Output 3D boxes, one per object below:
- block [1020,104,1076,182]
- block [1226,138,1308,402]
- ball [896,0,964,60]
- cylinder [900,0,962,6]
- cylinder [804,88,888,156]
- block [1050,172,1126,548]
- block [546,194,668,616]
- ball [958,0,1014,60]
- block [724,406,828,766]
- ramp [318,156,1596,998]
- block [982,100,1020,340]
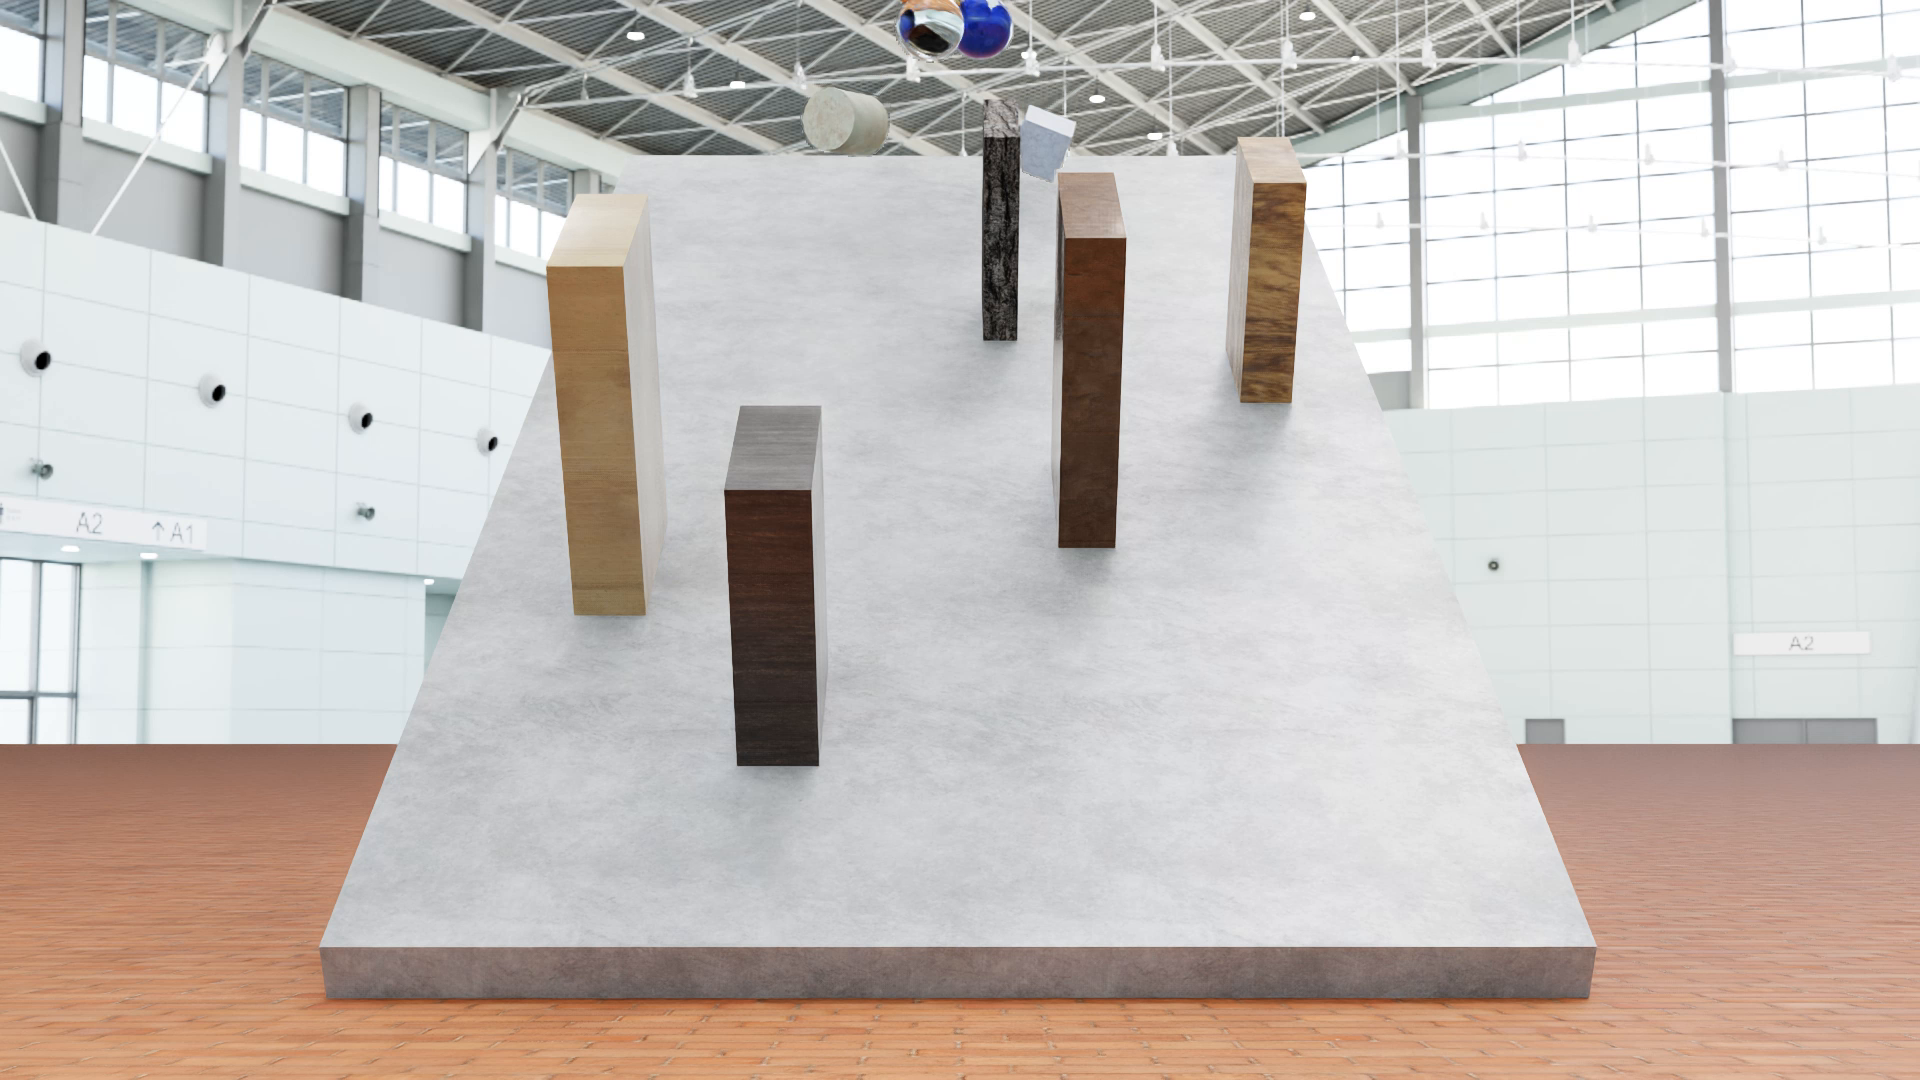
[{"bbox_3d":[0.241,-1.167,6.974,0.147,0.147,0.147,21,28,-3],"label":"block"},{"bbox_3d":[0.723,-0.643,5.630,0.122,0.542,0.342,0,27,0],"label":"block"},{"bbox_3d":[-0.085,-1.479,6.822,0.195,0.195,0.195,0,-5,0],"label":"ball"},{"bbox_3d":[-0.083,-1.640,7.114,0.150,0.150,0.150,32,-15,-17],"label":"cylinder"},{"bbox_3d":[-0.326,-1.191,6.762,0.175,0.175,0.175,-3,1,31],"label":"cylinder"},{"bbox_3d":[0.264,-0.378,4.956,0.119,0.679,0.406,0,27,0],"label":"block"},{"bbox_3d":[-0.689,-0.269,4.682,0.141,0.728,0.409,0,27,0],"label":"block"},{"bbox_3d":[0.062,-1.546,7.135,0.195,0.195,0.195,0,-5,0],"label":"ball"},{"bbox_3d":[-0.320,0.079,4.208,0.145,0.540,0.347,0,27,0],"label":"block"},{"bbox_3d":[-0.011,-0.226,5.515,2.000,0.100,4.000,0,27,0],"label":"ramp"},{"bbox_3d":[0.101,-0.807,5.964,0.086,0.526,0.317,0,27,0],"label":"block"}]
